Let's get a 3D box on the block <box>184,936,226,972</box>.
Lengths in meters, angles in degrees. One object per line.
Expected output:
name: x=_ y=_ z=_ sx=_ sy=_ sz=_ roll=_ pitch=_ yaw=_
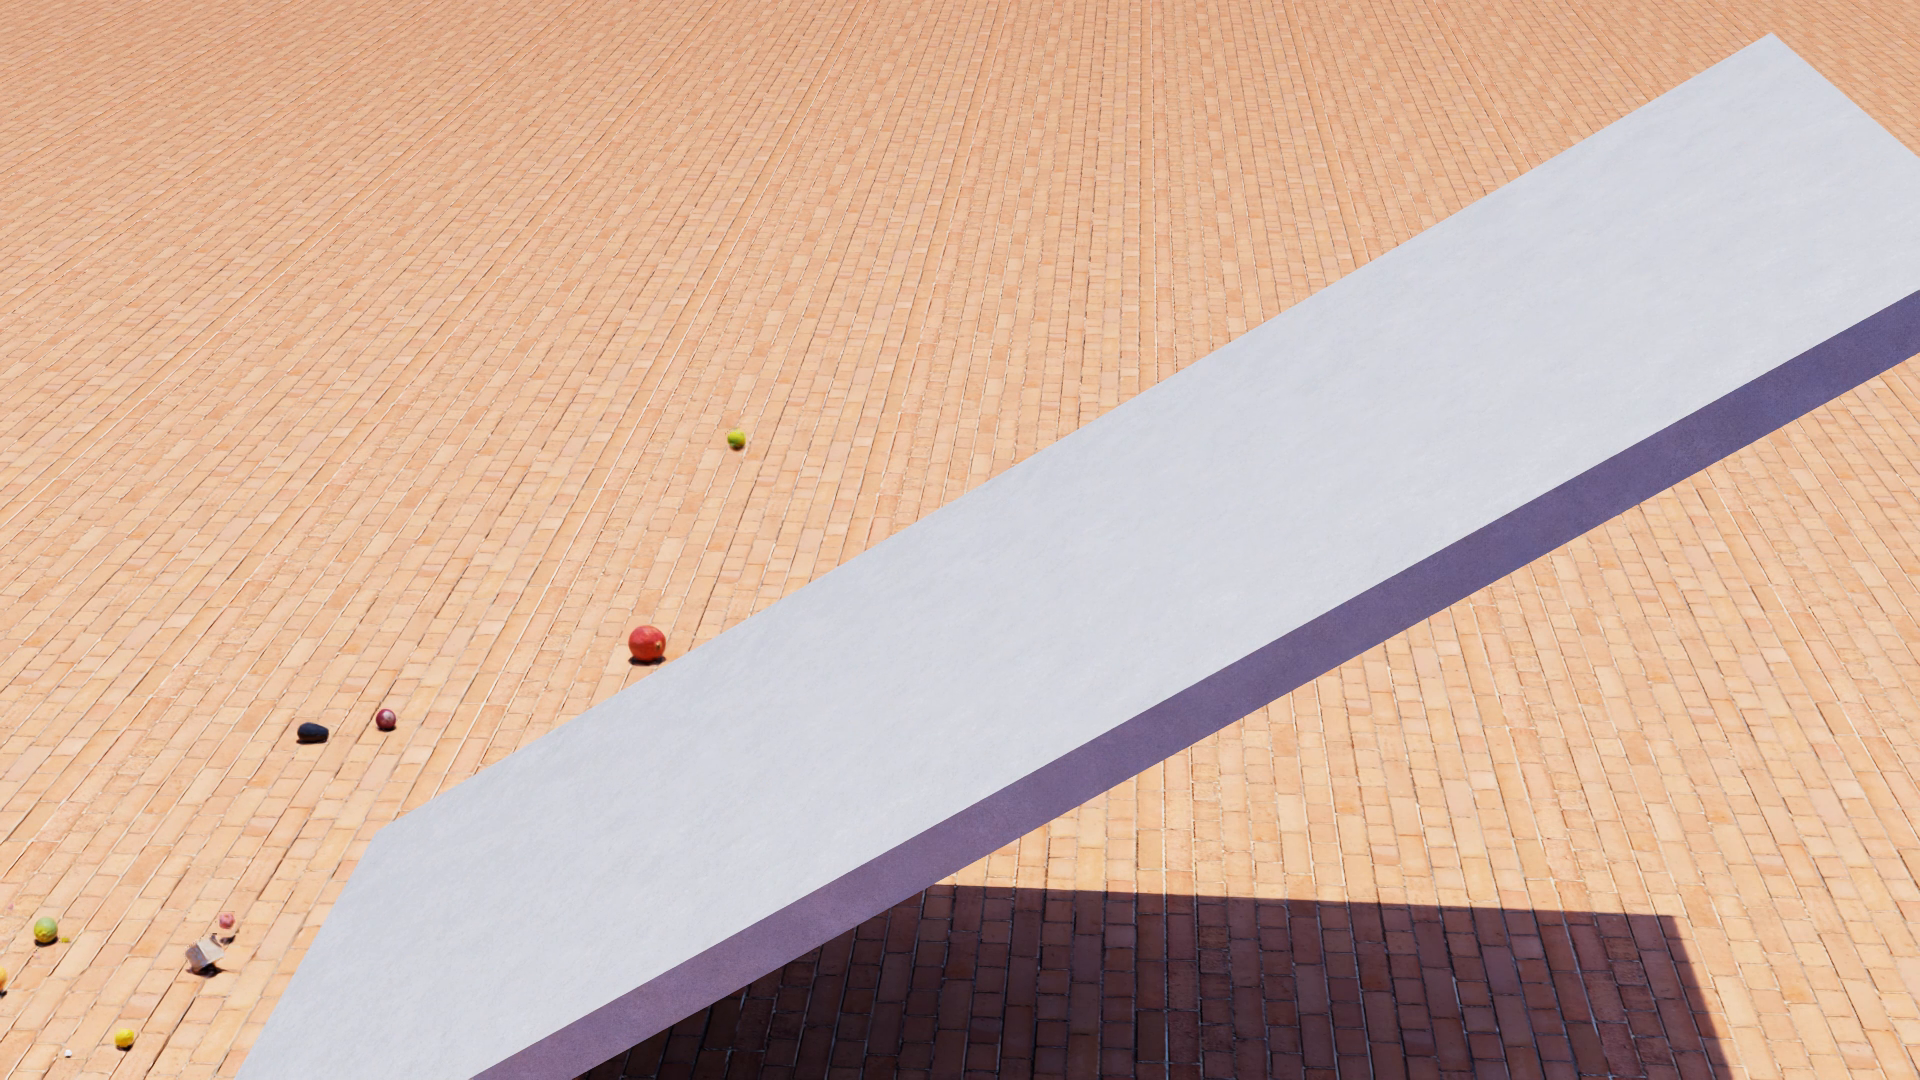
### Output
block: x=-1.824 y=1.001 z=7.107 sx=0.057 sy=0.057 sz=0.057 roll=-36 pitch=-8 yaw=33

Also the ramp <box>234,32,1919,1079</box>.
ramp: x=0.141 y=0.169 z=6.290 sx=4.000 sy=0.100 sz=2.000 roll=-30 pitch=15 yaw=13
